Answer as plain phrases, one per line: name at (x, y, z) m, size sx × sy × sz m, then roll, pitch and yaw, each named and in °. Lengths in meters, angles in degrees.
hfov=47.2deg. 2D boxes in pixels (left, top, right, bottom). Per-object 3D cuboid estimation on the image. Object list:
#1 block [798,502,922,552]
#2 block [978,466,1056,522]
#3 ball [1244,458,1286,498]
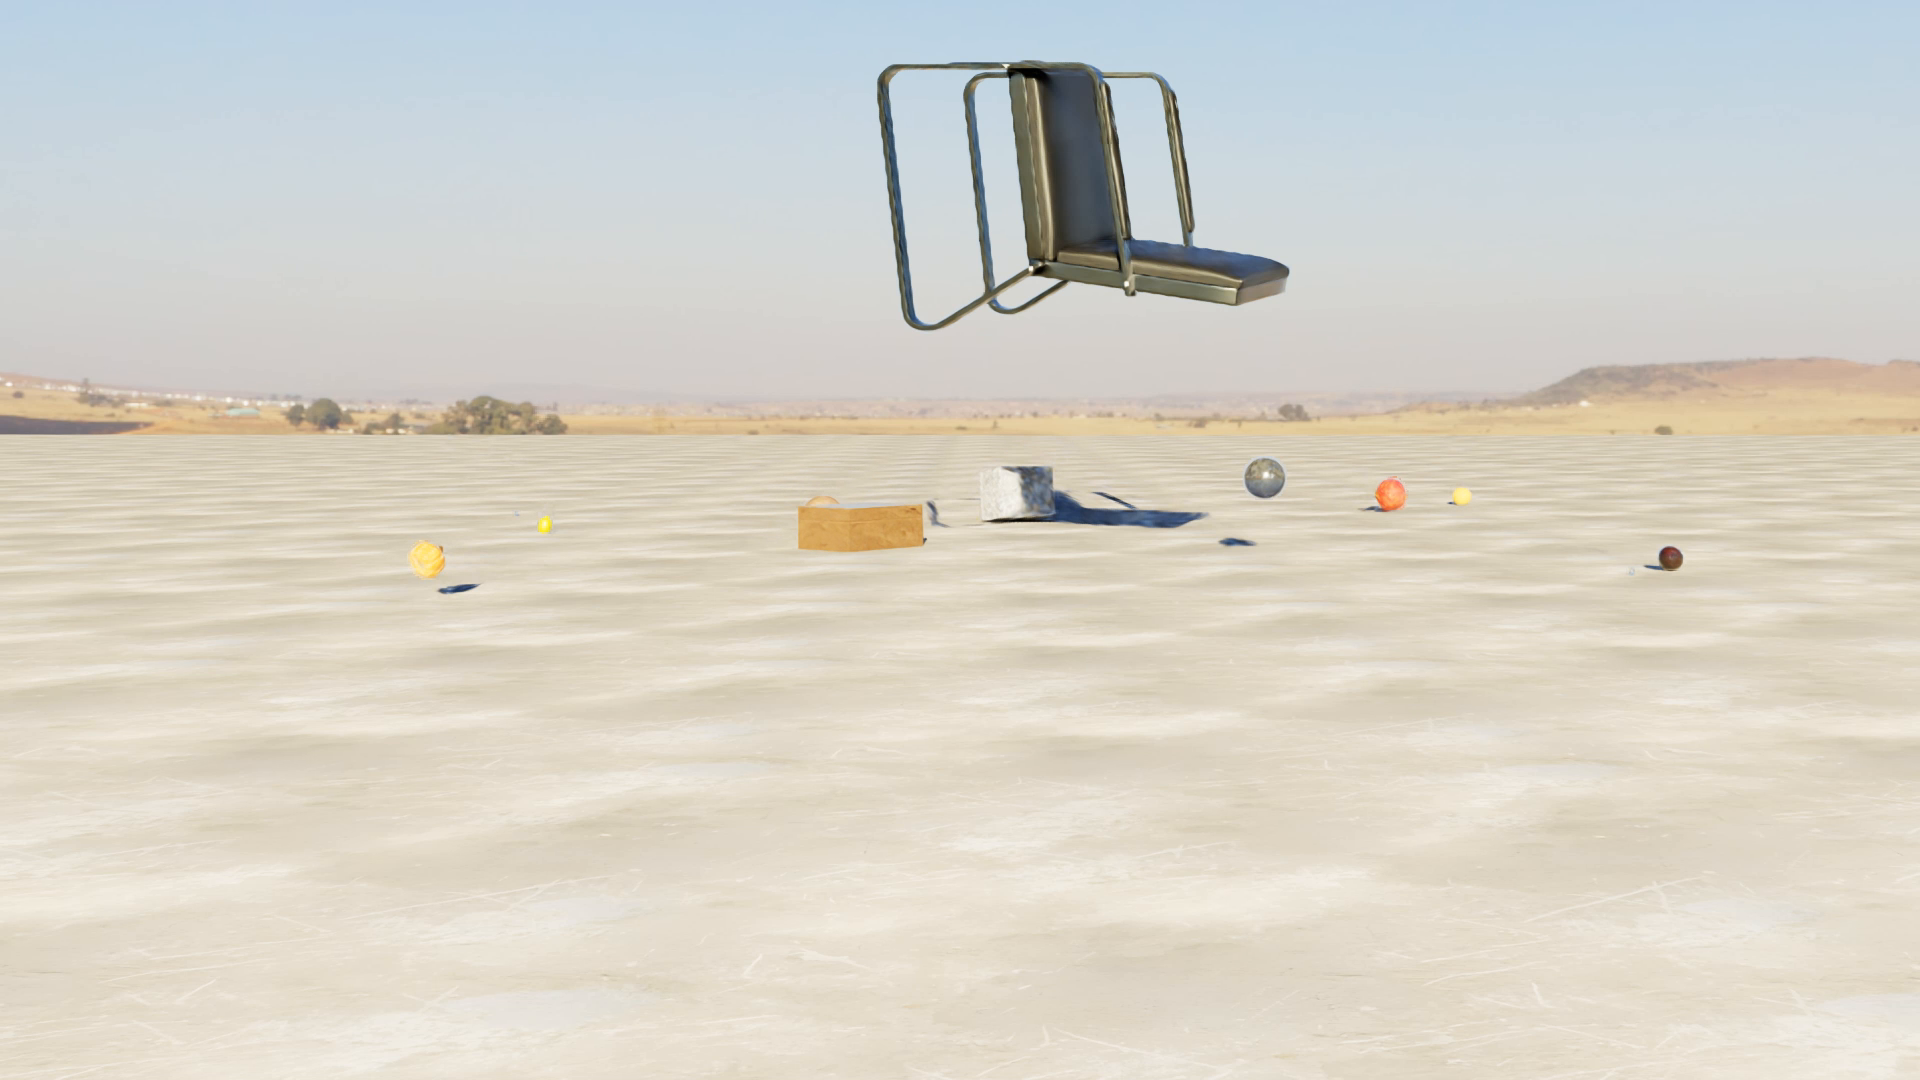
block at (-0.280, -0.038, 6.228) m, size 0.198 × 0.120 × 0.306 m, roll 3°, pitch 5°, yaw 40°
block at (0.194, -0.158, 7.478) m, size 0.210 × 0.172 × 0.137 m, roll -2°, pitch -3°, yaw -30°
ball at (0.799, -0.163, 5.768) m, size 0.107 × 0.107 × 0.107 m, roll 0°, pitch 4°, yaw 0°
